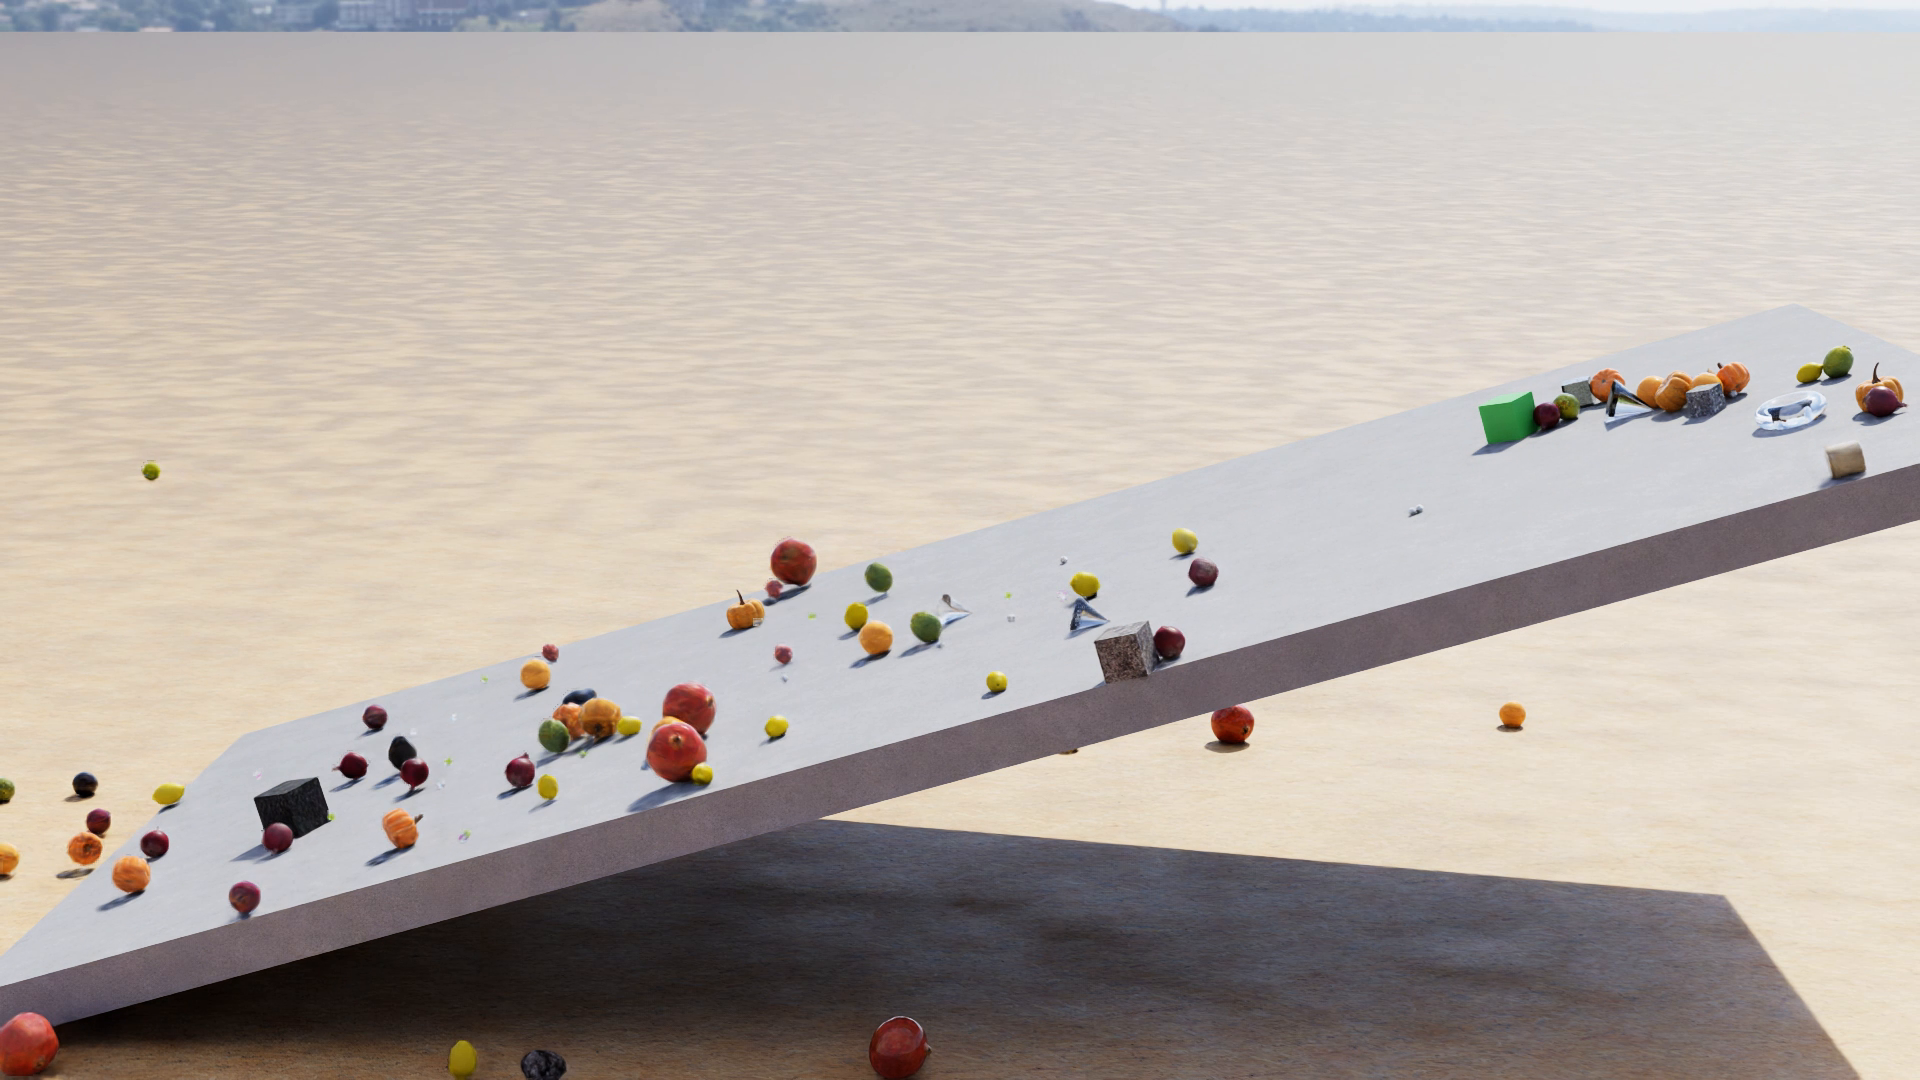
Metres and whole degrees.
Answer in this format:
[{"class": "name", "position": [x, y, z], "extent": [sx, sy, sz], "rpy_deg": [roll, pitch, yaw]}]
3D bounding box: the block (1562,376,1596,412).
[{"class": "block", "position": [1.392, -0.330, 6.618], "extent": [0.060, 0.060, 0.060], "rpy_deg": [-13, 10, 20]}]

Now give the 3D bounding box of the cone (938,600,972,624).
[{"class": "cone", "position": [-0.003, 0.152, 6.289], "extent": [0.067, 0.067, 0.067], "rpy_deg": [-16, 17, -26]}]

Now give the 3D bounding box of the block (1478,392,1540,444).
[{"class": "block", "position": [1.214, -0.271, 6.497], "extent": [0.087, 0.087, 0.087], "rpy_deg": [-7, 14, 45]}]

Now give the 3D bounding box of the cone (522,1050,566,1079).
[{"class": "cone", "position": [-0.752, 0.975, 5.280], "extent": [0.083, 0.083, 0.083], "rpy_deg": [0, 37, 1]}]

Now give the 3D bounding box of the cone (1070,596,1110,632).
[{"class": "cone", "position": [0.263, 0.154, 5.827], "extent": [0.072, 0.072, 0.072], "rpy_deg": [13, 12, 8]}]

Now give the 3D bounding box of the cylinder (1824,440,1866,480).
[{"class": "cylinder", "position": [1.581, -0.144, 5.254], "extent": [0.059, 0.059, 0.059], "rpy_deg": [-14, 8, 11]}]

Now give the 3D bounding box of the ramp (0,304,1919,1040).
[{"class": "ramp", "position": [0.087, 0.188, 6.323], "extent": [4.000, 0.100, 2.000], "rpy_deg": [-16, 10, 5]}]

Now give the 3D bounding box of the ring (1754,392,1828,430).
[{"class": "ring", "position": [1.644, -0.256, 5.819], "extent": [0.143, 0.048, 0.143], "rpy_deg": [-17, 10, 3]}]

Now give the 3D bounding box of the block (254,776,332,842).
[{"class": "block", "position": [-1.379, 0.556, 6.080], "extent": [0.097, 0.097, 0.097], "rpy_deg": [-10, 12, 35]}]

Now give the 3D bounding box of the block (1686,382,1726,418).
[{"class": "block", "position": [1.558, -0.292, 6.144], "extent": [0.054, 0.054, 0.054], "rpy_deg": [-7, 14, 45]}]

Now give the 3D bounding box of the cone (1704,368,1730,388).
[{"class": "cone", "position": [1.641, -0.339, 6.363], "extent": [0.056, 0.056, 0.056], "rpy_deg": [13, 13, 9]}]

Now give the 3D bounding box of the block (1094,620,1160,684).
[{"class": "block", "position": [0.304, 0.203, 5.333], "extent": [0.082, 0.082, 0.082], "rpy_deg": [-12, 10, 23]}]
